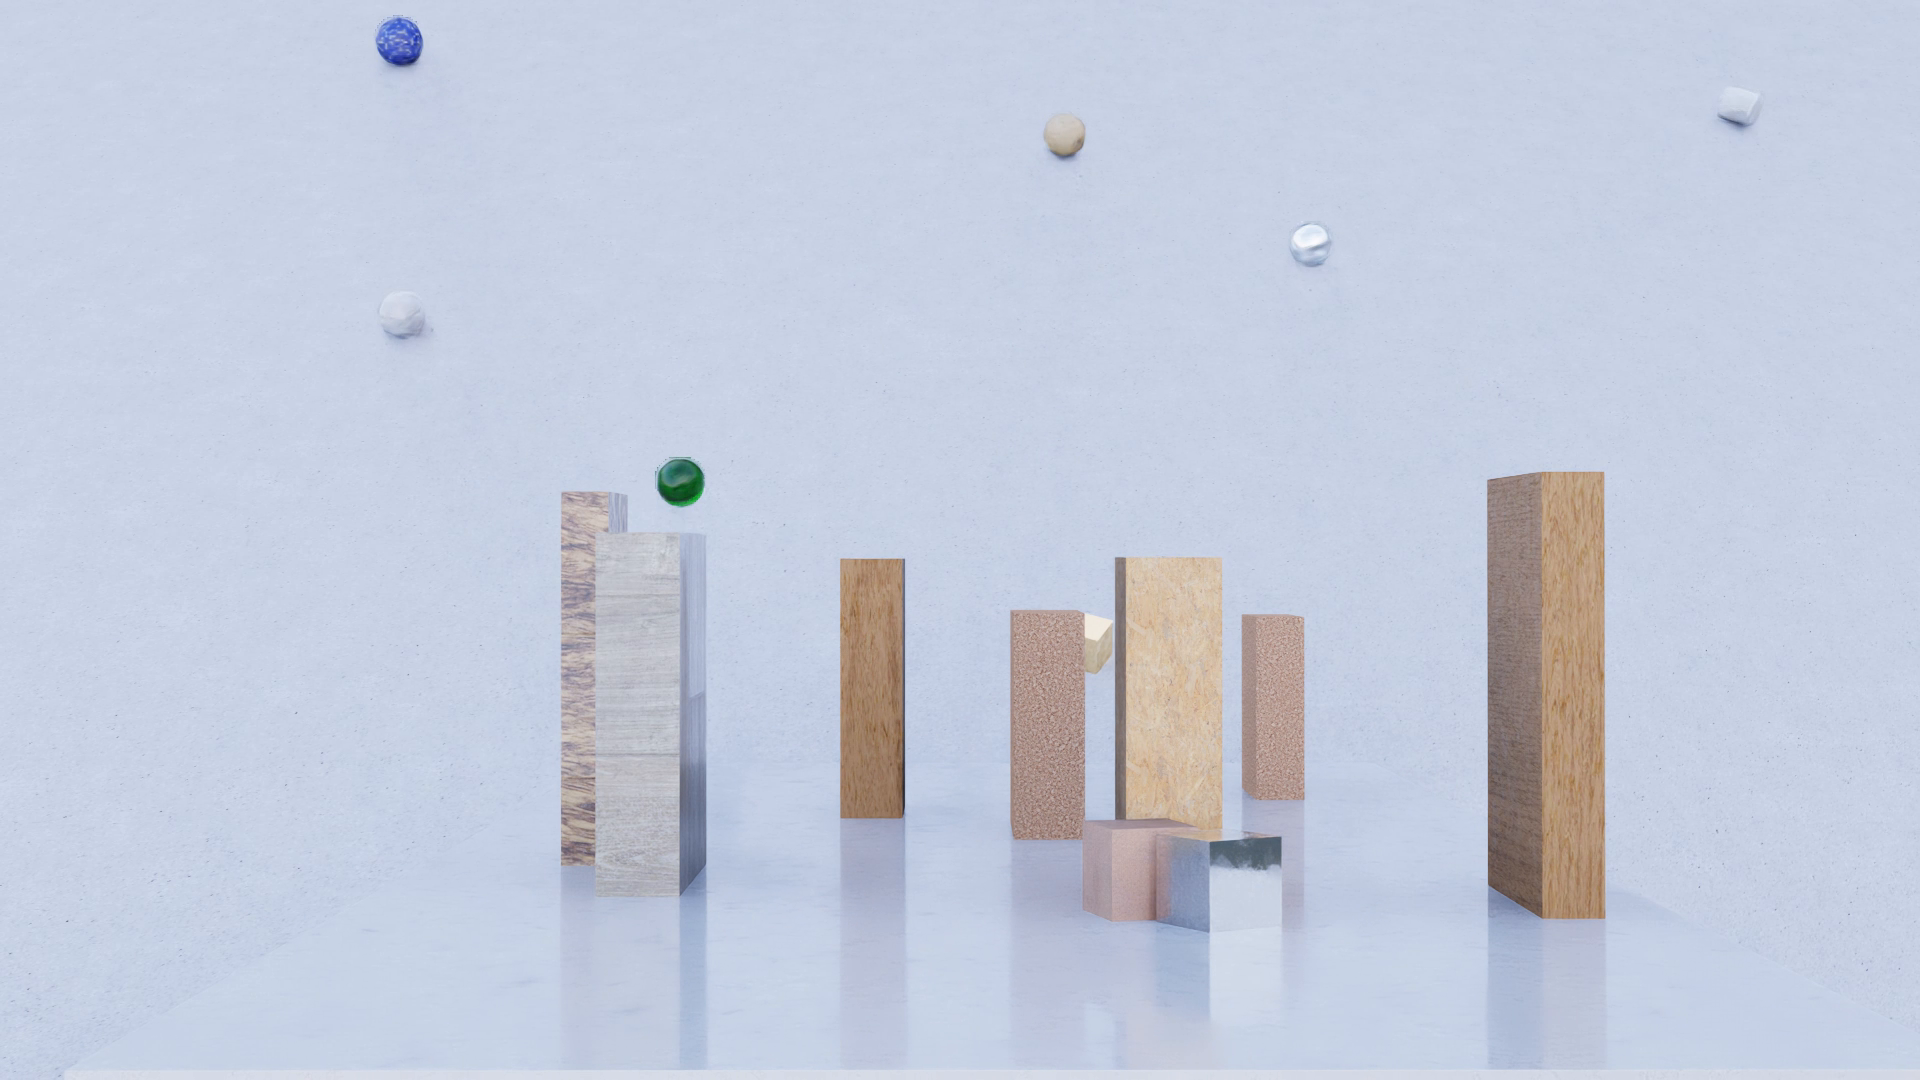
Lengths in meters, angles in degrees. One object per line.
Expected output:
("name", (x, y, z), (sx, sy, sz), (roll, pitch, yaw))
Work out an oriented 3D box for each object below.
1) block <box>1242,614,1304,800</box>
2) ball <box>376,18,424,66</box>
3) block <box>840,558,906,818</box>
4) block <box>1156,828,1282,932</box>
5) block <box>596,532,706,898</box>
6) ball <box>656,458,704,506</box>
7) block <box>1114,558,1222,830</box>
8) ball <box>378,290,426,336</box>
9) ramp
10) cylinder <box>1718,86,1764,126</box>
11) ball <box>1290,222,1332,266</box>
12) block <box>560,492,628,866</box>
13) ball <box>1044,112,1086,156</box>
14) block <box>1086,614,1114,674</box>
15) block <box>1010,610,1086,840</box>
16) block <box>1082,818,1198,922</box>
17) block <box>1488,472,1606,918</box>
("block", (0.702, 0.370, 5.823), (0.106, 0.401, 0.294), (0, 0, 0))
("ball", (-2.422, -2.154, 11.194), (0.202, 0.202, 0.202), (0, 31, 0))
("block", (-0.181, 0.304, 5.424), (0.127, 0.530, 0.288), (0, 0, 0))
("block", (0.375, 0.492, 3.757), (0.129, 0.129, 0.129), (0, 0, -31))
("block", (-0.506, 0.275, 4.279), (0.132, 0.572, 0.438), (0, 0, 0))
("ball", (-0.859, -0.176, 7.960), (0.149, 0.149, 0.149), (0, 31, 0))
("block", (0.327, 0.293, 4.090), (0.147, 0.532, 0.283), (0, 0, 0))
("ball", (-1.929, -0.784, 8.957), (0.163, 0.163, 0.163), (0, 31, 0))
("ramp", (0.069, 0.613, 4.687), (2.000, 0.100, 4.000), (0, 0, 0))
("cylinder", (3.201, -1.781, 10.620), (0.138, 0.138, 0.138), (23, 38, 29))
("ball", (1.281, -1.079, 9.453), (0.156, 0.156, 0.156), (0, 31, 0))
("block", (-0.648, 0.240, 4.599), (0.082, 0.646, 0.260), (0, 0, 0))
("ball", (0.419, -1.617, 10.333), (0.171, 0.171, 0.171), (0, 31, 0))
("block", (0.353, 0.287, 7.226), (0.113, 0.113, 0.113), (14, 34, 22))
("block", (0.169, 0.353, 5.053), (0.134, 0.426, 0.344), (0, 0, 0))
("block", (0.268, 0.491, 3.865), (0.134, 0.134, 0.134), (0, 0, -16))
("block", (0.903, 0.230, 4.008), (0.093, 0.658, 0.394), (0, 0, 0))
